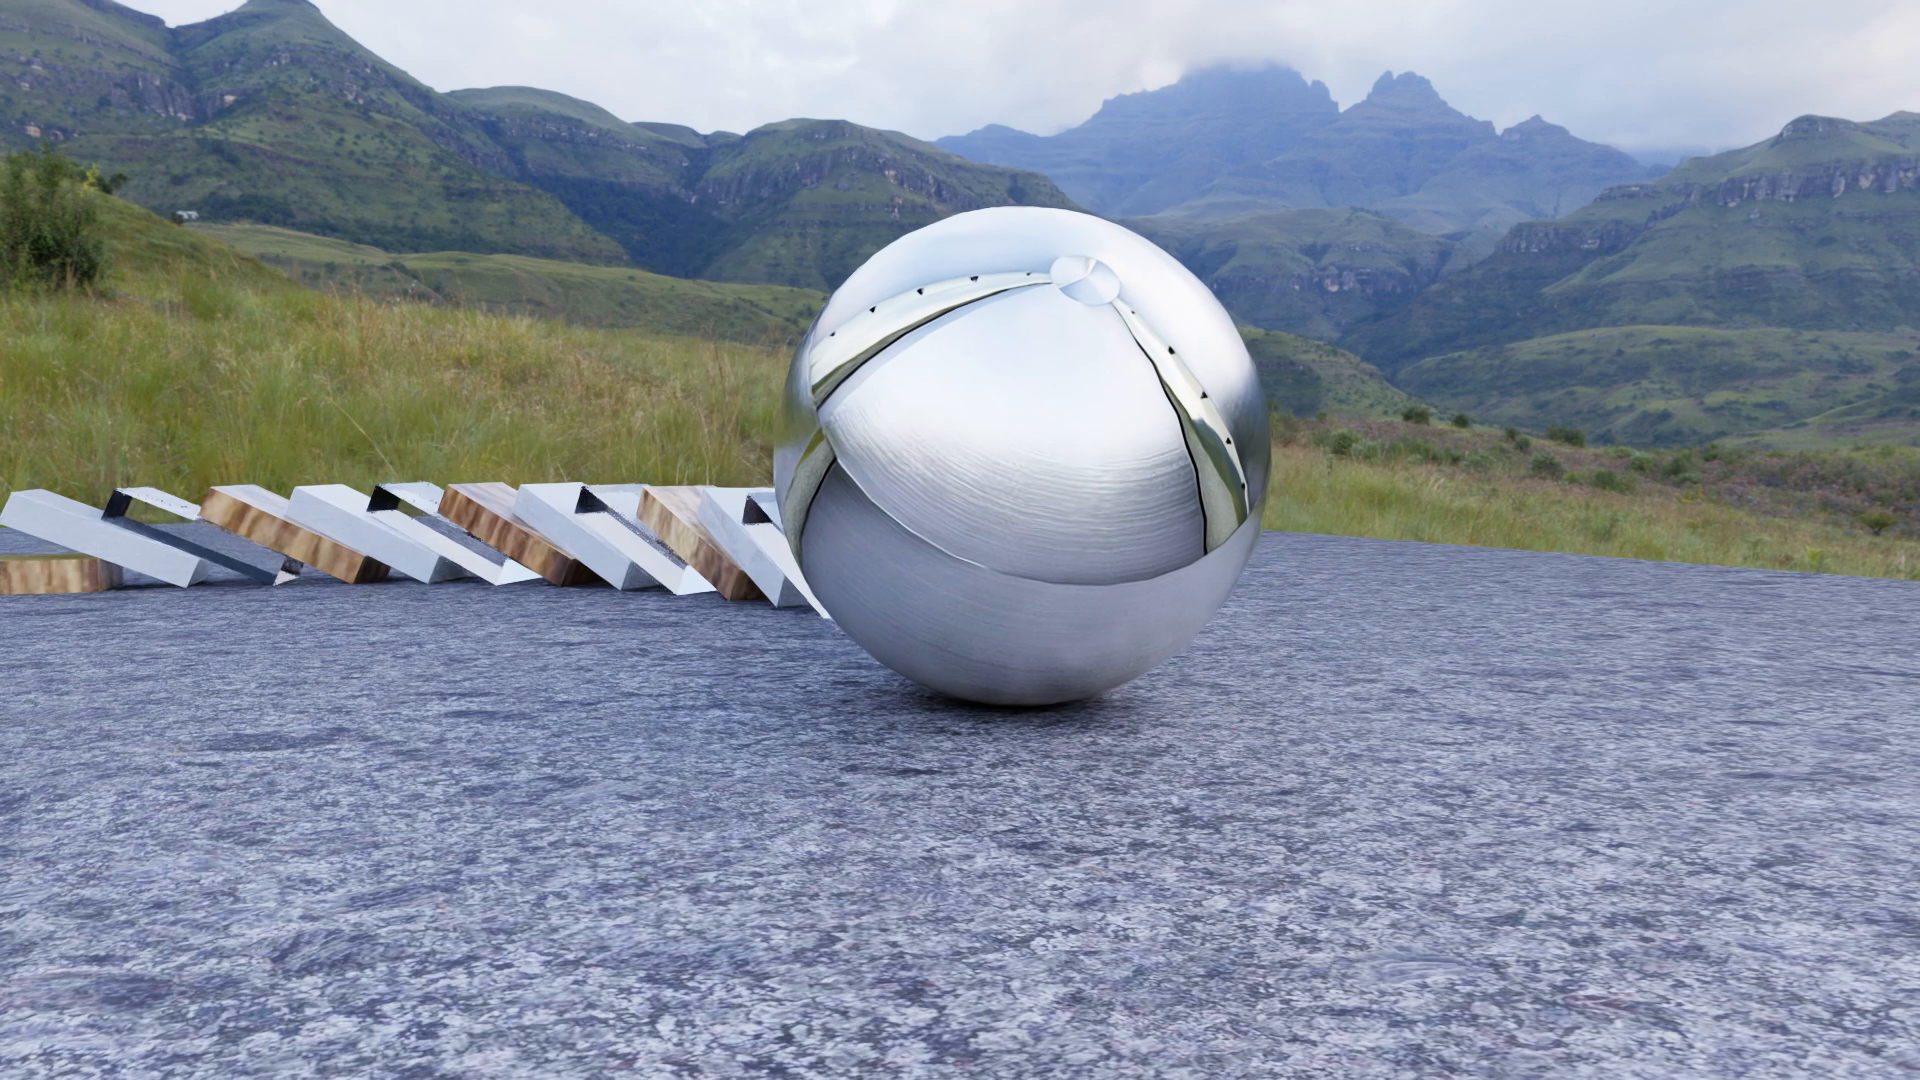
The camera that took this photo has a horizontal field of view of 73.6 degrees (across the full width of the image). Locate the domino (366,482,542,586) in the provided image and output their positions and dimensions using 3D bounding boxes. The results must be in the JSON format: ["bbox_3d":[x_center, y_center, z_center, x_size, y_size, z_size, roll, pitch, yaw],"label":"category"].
[{"bbox_3d":[-0.157,-0.003,0.403,0.050,0.010,0.025,27,10,11],"label":"domino"}]

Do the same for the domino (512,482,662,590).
[{"bbox_3d":[-0.110,-0.002,0.392,0.050,0.009,0.025,31,18,25],"label":"domino"}]

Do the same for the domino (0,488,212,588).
[{"bbox_3d":[-0.252,-0.001,0.382,0.050,0.010,0.025,24,-4,-20],"label":"domino"}]

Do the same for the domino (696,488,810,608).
[{"bbox_3d":[-0.050,0.001,0.354,0.025,0.010,0.050,-2,30,-38],"label":"domino"}]

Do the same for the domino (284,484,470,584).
[{"bbox_3d":[-0.181,-0.002,0.403,0.050,0.010,0.025,25,6,4],"label":"domino"}]

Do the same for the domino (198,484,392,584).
[{"bbox_3d":[-0.205,-0.002,0.400,0.050,0.010,0.025,25,3,-3],"label":"domino"}]

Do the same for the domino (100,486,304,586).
[{"bbox_3d":[-0.229,-0.001,0.392,0.050,0.010,0.025,24,-1,-12],"label":"domino"}]

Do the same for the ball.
[{"bbox_3d":[0.010,-0.013,0.209,0.080,0.080,0.080,0,4,0],"label":"ball"}]

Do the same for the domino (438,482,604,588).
[{"bbox_3d":[-0.134,-0.002,0.398,0.050,0.009,0.025,28,13,16],"label":"domino"}]

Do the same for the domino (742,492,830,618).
[{"bbox_3d":[-0.035,0.003,0.335,0.025,0.009,0.050,-3,30,-35],"label":"domino"}]

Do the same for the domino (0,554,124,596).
[{"bbox_3d":[-0.276,0.010,0.373,0.050,0.009,0.025,-1,5,-19],"label":"domino"}]

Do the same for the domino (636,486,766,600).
[{"bbox_3d":[-0.069,0.000,0.369,0.025,0.009,0.050,-4,31,-46],"label":"domino"}]

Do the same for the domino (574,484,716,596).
[{"bbox_3d":[-0.089,-0.001,0.382,0.050,0.009,0.025,33,22,30],"label":"domino"}]
